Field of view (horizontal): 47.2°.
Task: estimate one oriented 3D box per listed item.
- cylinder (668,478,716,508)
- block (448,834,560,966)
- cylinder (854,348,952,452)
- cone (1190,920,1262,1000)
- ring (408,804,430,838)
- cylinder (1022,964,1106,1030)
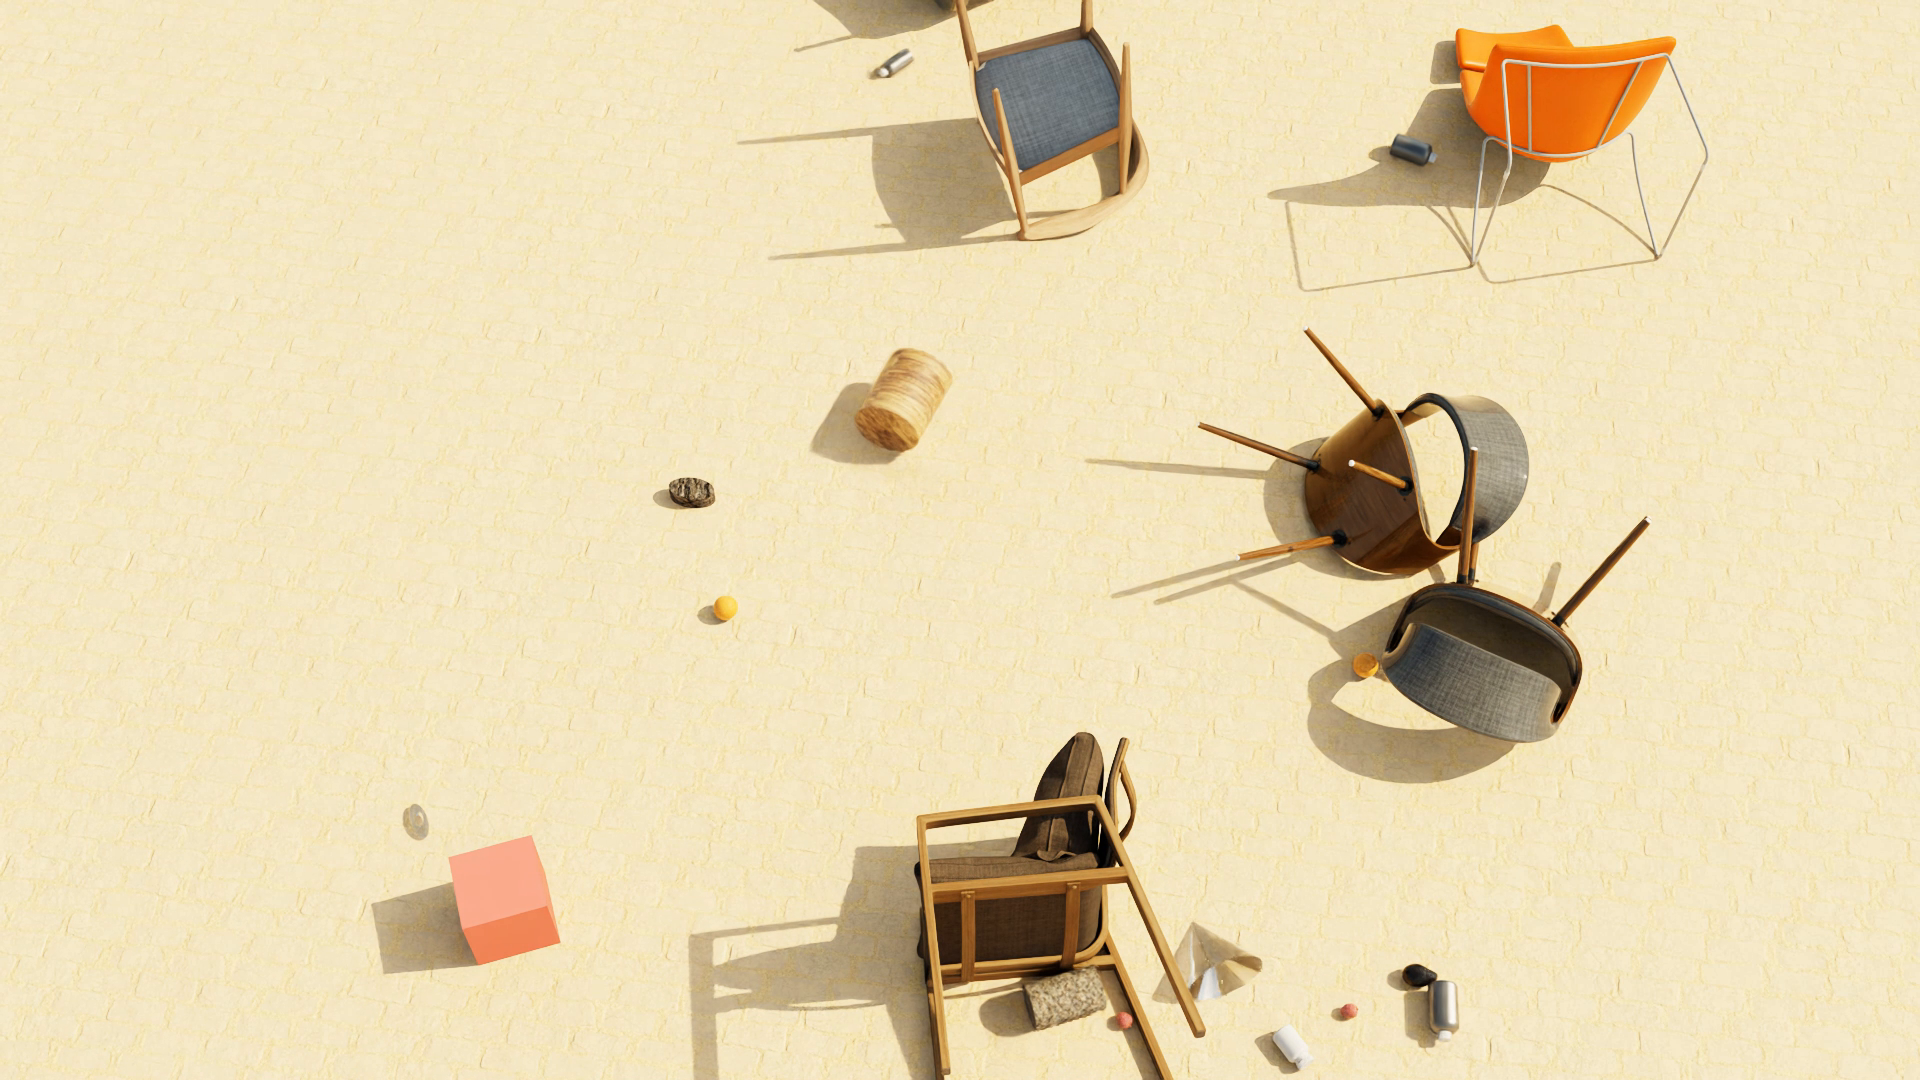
[{"bbox_3d":[-0.809,-0.142,6.638,0.139,0.052,0.076,8,56,5],"label":"cylinder"},{"bbox_3d":[-1.199,0.950,5.795,0.220,0.235,0.212,-14,57,-9],"label":"block"},{"bbox_3d":[-0.172,-0.429,6.738,0.224,0.197,0.249,-2,48,40],"label":"cylinder"},{"bbox_3d":[0.657,1.080,5.810,0.212,0.135,0.214,-20,41,-9],"label":"cone"},{"bbox_3d":[-1.486,0.771,6.040,0.049,0.027,0.111,-19,59,-14],"label":"ring"},{"bbox_3d":[0.270,1.186,5.706,0.189,0.121,0.119,-14,76,-10],"label":"cylinder"}]
